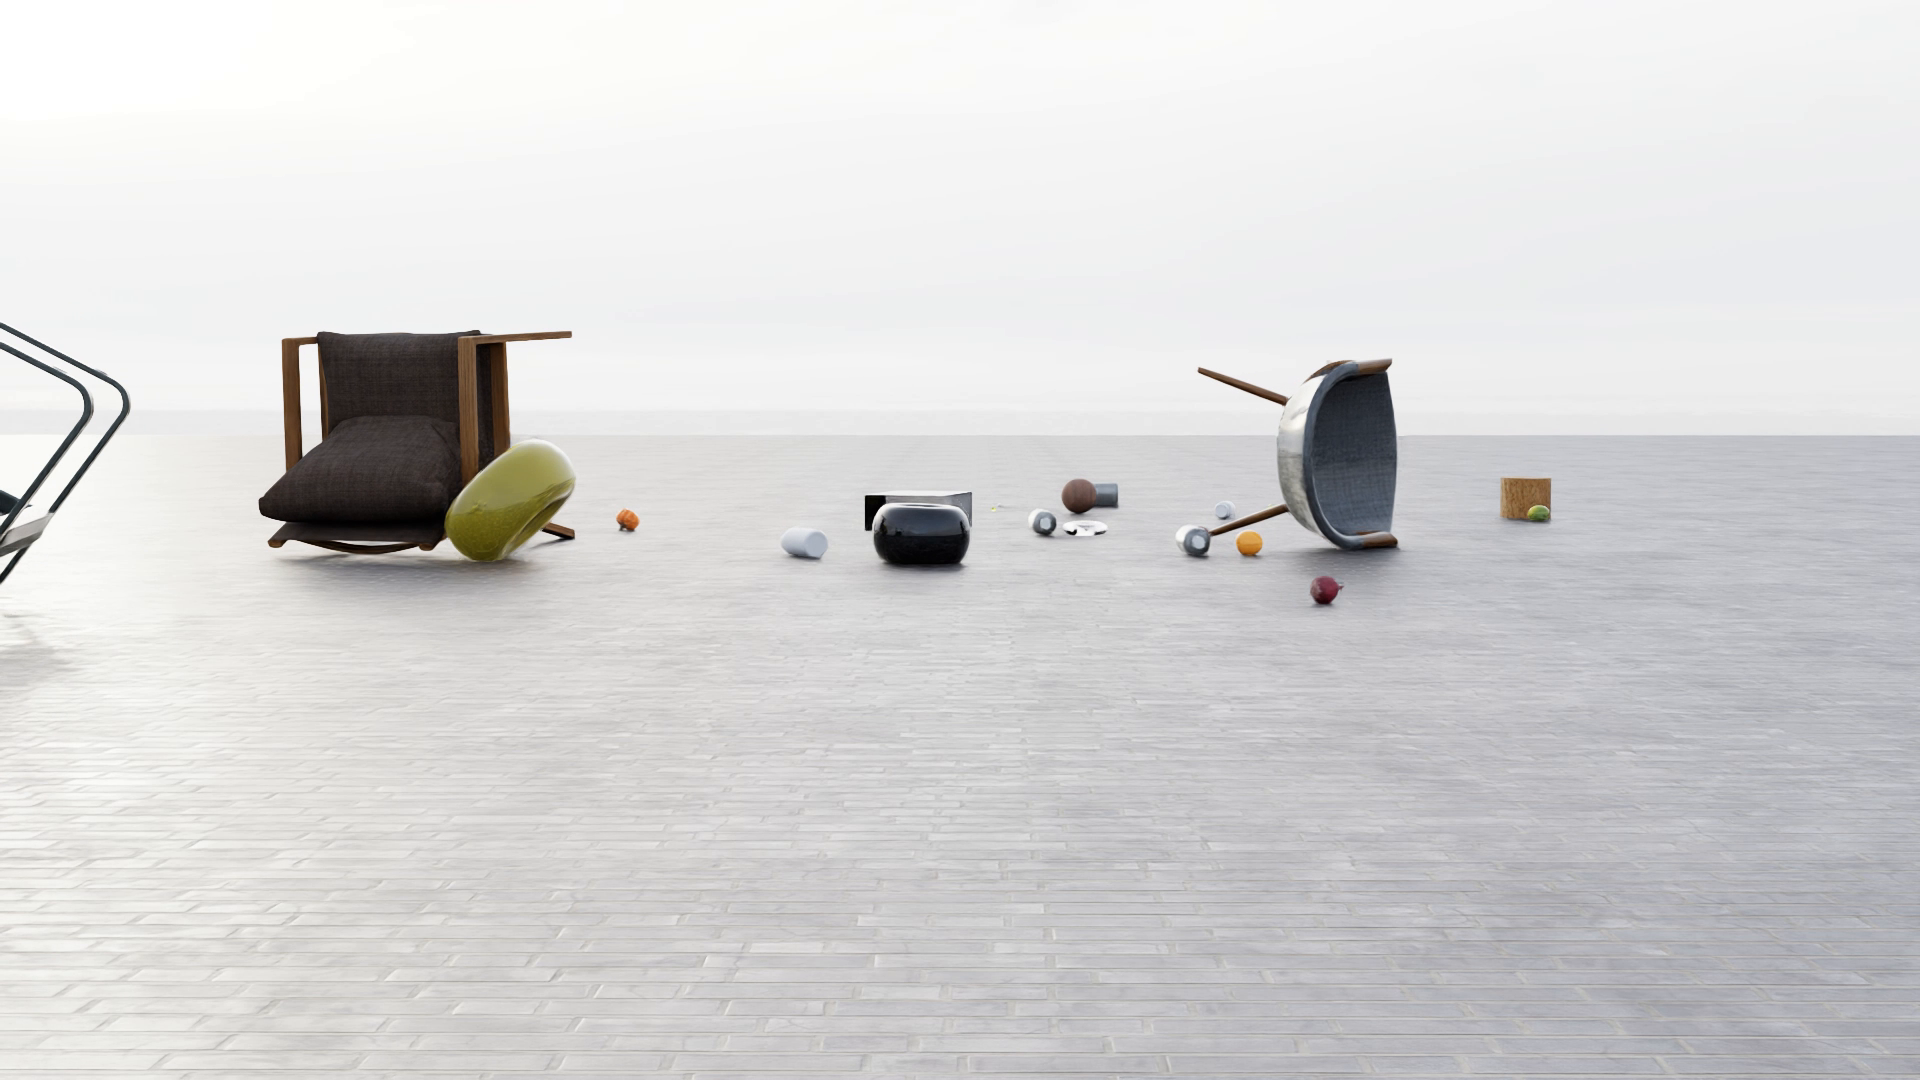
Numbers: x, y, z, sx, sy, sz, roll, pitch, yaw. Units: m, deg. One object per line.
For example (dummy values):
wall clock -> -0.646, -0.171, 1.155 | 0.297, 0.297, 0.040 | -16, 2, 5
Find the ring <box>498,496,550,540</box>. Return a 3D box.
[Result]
ring -> -1.285, -0.066, 6.497 | 0.165, 0.053, 0.350 | -37, -6, -6

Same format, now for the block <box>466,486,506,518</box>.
block -> -1.665, -0.132, 7.713 | 0.085, 0.103, 0.105 | 4, 5, 43

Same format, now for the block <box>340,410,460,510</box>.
block -> -2.136, -0.311, 8.396 | 0.365, 0.367, 0.246 | 2, 4, 25

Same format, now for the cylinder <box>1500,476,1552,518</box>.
cylinder -> 1.983, -0.150, 7.713 | 0.169, 0.139, 0.213 | 0, 4, -1

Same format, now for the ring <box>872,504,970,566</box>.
ring -> -0.101, -0.015, 5.699 | 0.248, 0.150, 0.269 | -1, 5, -39

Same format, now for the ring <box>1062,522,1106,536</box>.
ring -> 0.387, -0.036, 6.810 | 0.137, 0.037, 0.178 | 2, 5, 13

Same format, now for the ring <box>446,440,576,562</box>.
ring -> -1.180, -0.103, 5.785 | 0.350, 0.178, 0.406 | -45, 0, 36

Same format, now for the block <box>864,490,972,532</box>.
block -> -0.131, -0.092, 7.047 | 0.260, 0.116, 0.303 | 1, 4, 18
